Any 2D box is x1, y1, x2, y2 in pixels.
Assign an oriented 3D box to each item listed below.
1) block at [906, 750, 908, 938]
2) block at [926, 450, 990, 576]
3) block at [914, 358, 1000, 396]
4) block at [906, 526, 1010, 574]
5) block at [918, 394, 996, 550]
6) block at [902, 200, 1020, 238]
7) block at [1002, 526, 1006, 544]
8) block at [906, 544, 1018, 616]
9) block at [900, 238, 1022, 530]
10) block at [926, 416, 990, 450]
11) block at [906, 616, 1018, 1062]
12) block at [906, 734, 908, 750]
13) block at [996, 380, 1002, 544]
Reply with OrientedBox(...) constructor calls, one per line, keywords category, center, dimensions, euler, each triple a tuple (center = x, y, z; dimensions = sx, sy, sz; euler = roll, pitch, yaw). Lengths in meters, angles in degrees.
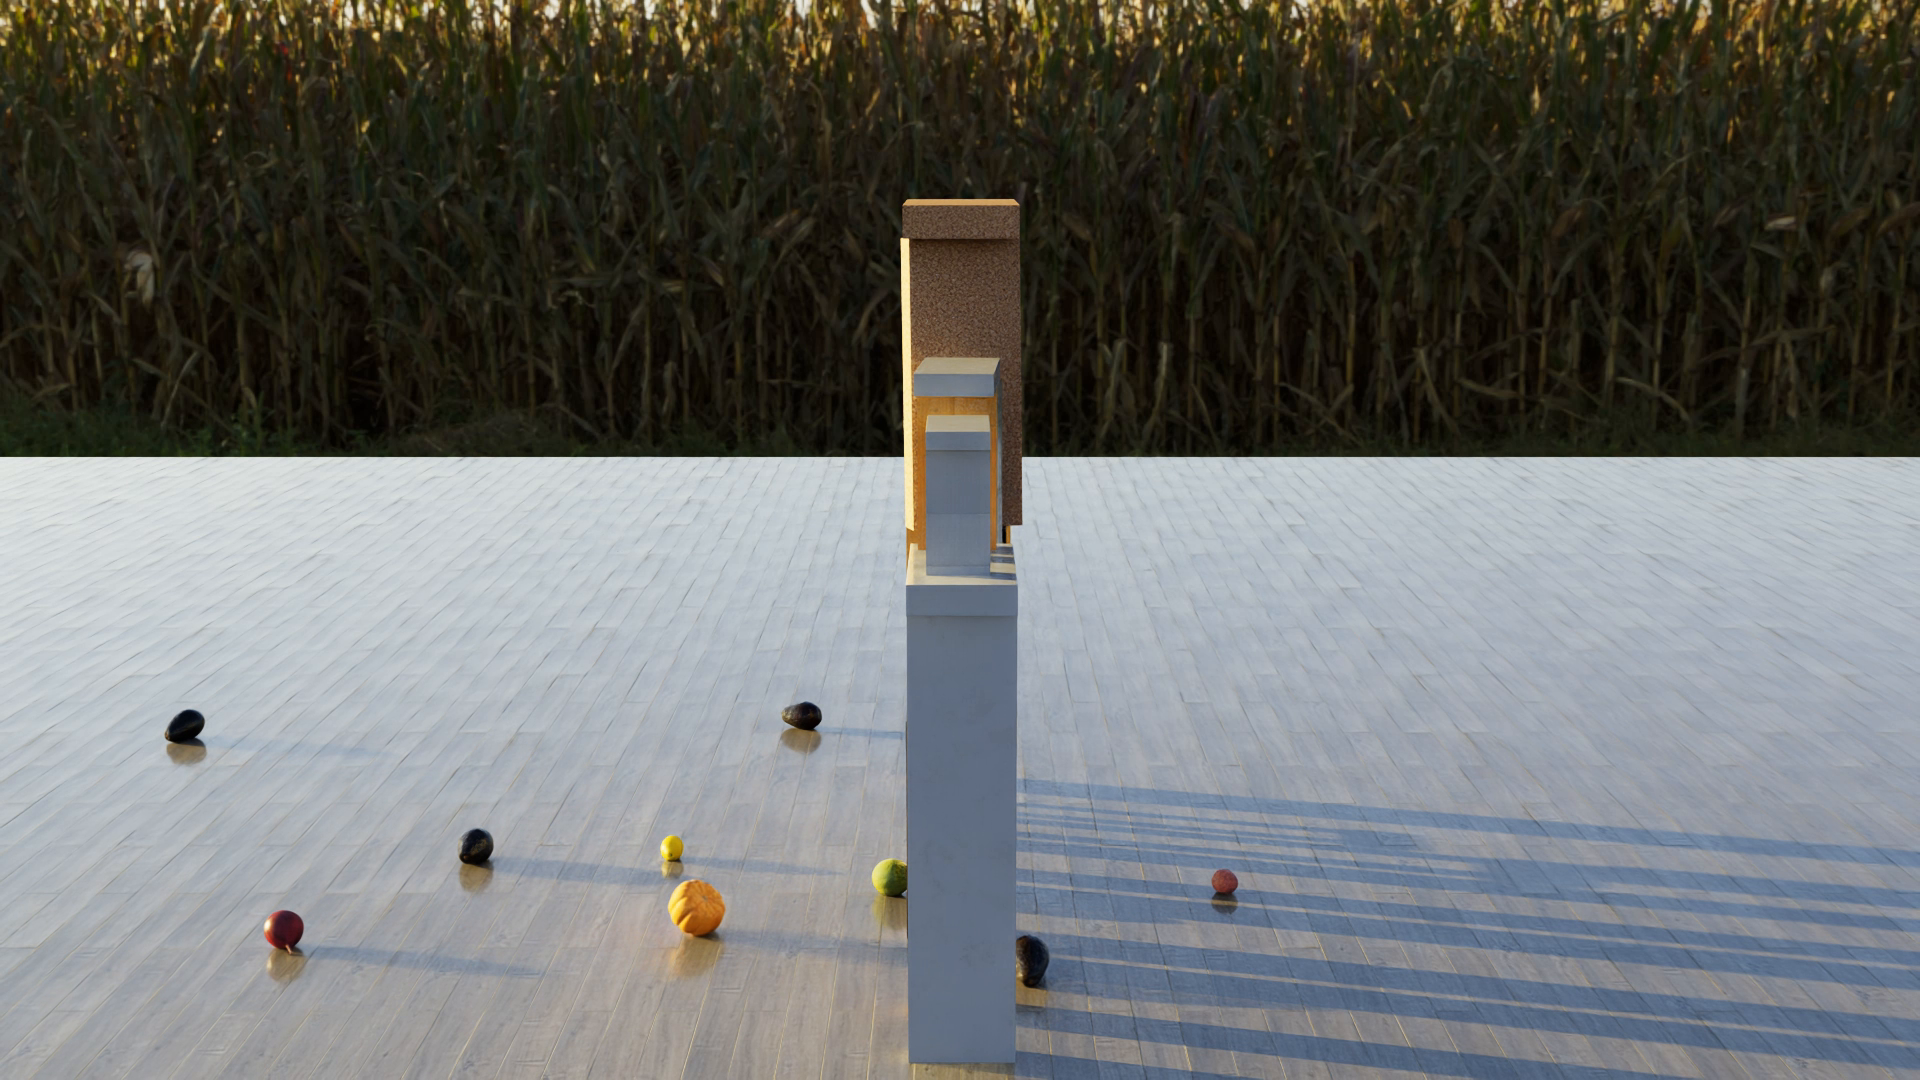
OrientedBox(category="block", center=(-0.004, 0.468, 3.457), dimensions=(0.158, 0.317, 0.045), euler=(0, 11, 0))
OrientedBox(category="block", center=(-0.002, -0.039, 2.909), dimensions=(0.085, 0.170, 0.024), euler=(0, 11, 0))
OrientedBox(category="block", center=(-0.002, -0.232, 3.123), dimensions=(0.110, 0.031, 0.220), euler=(1, 11, 3))
OrientedBox(category="block", center=(-0.003, 0.053, 3.641), dimensions=(0.171, 0.342, 0.048), euler=(0, 11, 0))
OrientedBox(category="block", center=(-0.004, -0.097, 3.084), dimensions=(0.110, 0.220, 0.031), euler=(0, 11, 0))
OrientedBox(category="block", center=(0.001, -0.494, 3.373), dimensions=(0.171, 0.048, 0.342), euler=(0, 10, 0))
OrientedBox(category="block", center=(0.005, -0.018, 3.432), dimensions=(0.130, 0.037, 0.261), euler=(0, 11, 0))
OrientedBox(category="block", center=(0.003, 0.052, 2.999), dimensions=(0.146, 0.041, 0.292), euler=(0, 11, 0))
OrientedBox(category="block", center=(0.003, -0.237, 3.312), dimensions=(0.171, 0.434, 0.048), euler=(-3, 8, -15))
OrientedBox(category="block", center=(-0.002, -0.145, 2.947), dimensions=(0.085, 0.024, 0.170), euler=(0, 11, 0))
OrientedBox(category="block", center=(0.003, 0.400, 2.965), dimensions=(0.146, 0.631, 0.041), euler=(0, 11, 0))
OrientedBox(category="block", center=(-0.004, 0.271, 3.528), dimensions=(0.158, 0.045, 0.317), euler=(0, 11, 0))
OrientedBox(category="block", center=(0.005, -0.046, 3.244), dimensions=(0.110, 0.380, 0.031), euler=(3, 11, 15))
